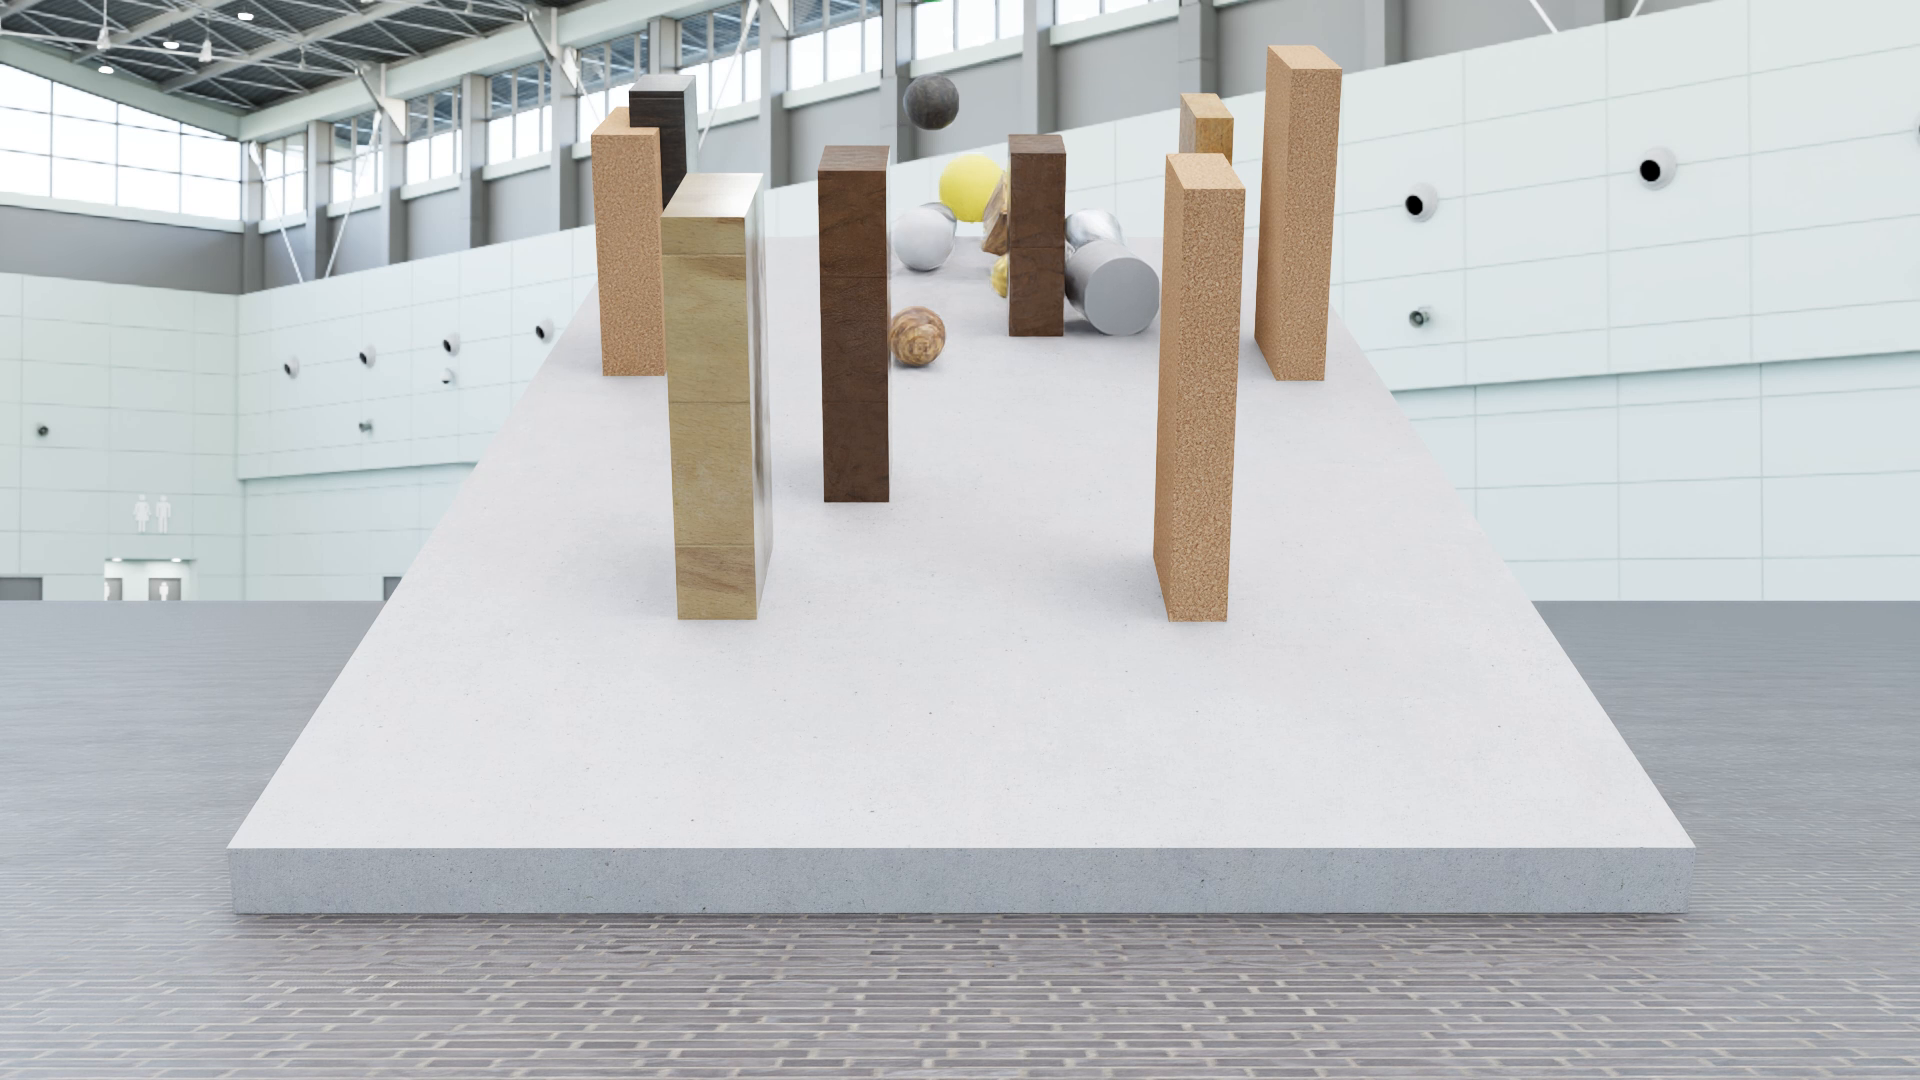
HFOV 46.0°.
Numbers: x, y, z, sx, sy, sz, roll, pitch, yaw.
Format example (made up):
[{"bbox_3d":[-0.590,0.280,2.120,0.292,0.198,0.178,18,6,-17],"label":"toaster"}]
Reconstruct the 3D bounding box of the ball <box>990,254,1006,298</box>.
[{"bbox_3d":[0.144,-0.706,6.057,0.127,0.127,0.127,0,-1,0],"label":"ball"}]

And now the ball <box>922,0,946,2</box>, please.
[{"bbox_3d":[-0.075,-1.634,6.431,0.204,0.204,0.204,0,-1,0],"label":"ball"}]

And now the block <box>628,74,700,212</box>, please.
[{"bbox_3d":[-0.704,-0.776,5.462,0.129,0.654,0.272,0,20,0],"label":"block"}]

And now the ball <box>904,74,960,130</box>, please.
[{"bbox_3d":[-0.082,-1.267,6.539,0.164,0.164,0.164,0,-1,0],"label":"ball"}]

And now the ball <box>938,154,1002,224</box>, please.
[{"bbox_3d":[0.038,-1.049,6.741,0.206,0.206,0.206,0,-1,0],"label":"ball"}]

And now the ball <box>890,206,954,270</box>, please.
[{"bbox_3d":[-0.106,-0.852,6.392,0.178,0.178,0.178,0,-1,0],"label":"ball"}]

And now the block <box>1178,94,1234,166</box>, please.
[{"bbox_3d":[0.622,-0.839,5.799,0.092,0.550,0.406,0,20,0],"label":"block"}]

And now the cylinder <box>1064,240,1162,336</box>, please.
[{"bbox_3d":[0.387,-0.644,5.768,0.204,0.204,0.204,0,19,-13],"label":"cylinder"}]

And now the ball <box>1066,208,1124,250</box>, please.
[{"bbox_3d":[0.365,-0.834,6.325,0.190,0.190,0.190,0,-1,0],"label":"ball"}]

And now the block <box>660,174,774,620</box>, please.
[{"bbox_3d":[-0.416,-0.256,3.935,0.135,0.696,0.386,0,20,0],"label":"block"}]

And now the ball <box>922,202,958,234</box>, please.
[{"bbox_3d":[-0.077,-0.930,6.672,0.137,0.137,0.137,0,-1,0],"label":"ball"}]

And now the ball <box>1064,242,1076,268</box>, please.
[{"bbox_3d":[0.249,-0.737,5.988,0.127,0.127,0.127,0,-1,0],"label":"ball"}]

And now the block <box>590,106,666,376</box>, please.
[{"bbox_3d":[-0.772,-0.728,5.451,0.145,0.570,0.426,0,20,0],"label":"block"}]

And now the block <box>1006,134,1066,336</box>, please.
[{"bbox_3d":[0.192,-0.778,5.758,0.137,0.463,0.279,0,20,0],"label":"block"}]

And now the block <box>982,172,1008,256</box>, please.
[{"bbox_3d":[0.167,-0.896,6.307,0.161,0.161,0.161,14,-38,-14],"label":"block"}]

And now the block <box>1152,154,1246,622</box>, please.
[{"bbox_3d":[0.407,-0.266,3.893,0.099,0.744,0.326,0,20,0],"label":"block"}]

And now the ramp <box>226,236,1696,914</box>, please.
[{"bbox_3d":[-0.005,-0.203,4.976,2.000,0.100,4.000,0,20,0],"label":"ramp"}]

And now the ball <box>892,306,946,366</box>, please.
[{"bbox_3d":[-0.104,-0.490,5.423,0.143,0.143,0.143,0,-1,0],"label":"ball"}]

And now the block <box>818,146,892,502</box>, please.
[{"bbox_3d":[-0.204,-0.431,4.486,0.129,0.657,0.281,0,20,0],"label":"block"}]

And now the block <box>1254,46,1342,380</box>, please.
[{"bbox_3d":[0.800,-0.785,5.387,0.114,0.725,0.411,0,20,0],"label":"block"}]
